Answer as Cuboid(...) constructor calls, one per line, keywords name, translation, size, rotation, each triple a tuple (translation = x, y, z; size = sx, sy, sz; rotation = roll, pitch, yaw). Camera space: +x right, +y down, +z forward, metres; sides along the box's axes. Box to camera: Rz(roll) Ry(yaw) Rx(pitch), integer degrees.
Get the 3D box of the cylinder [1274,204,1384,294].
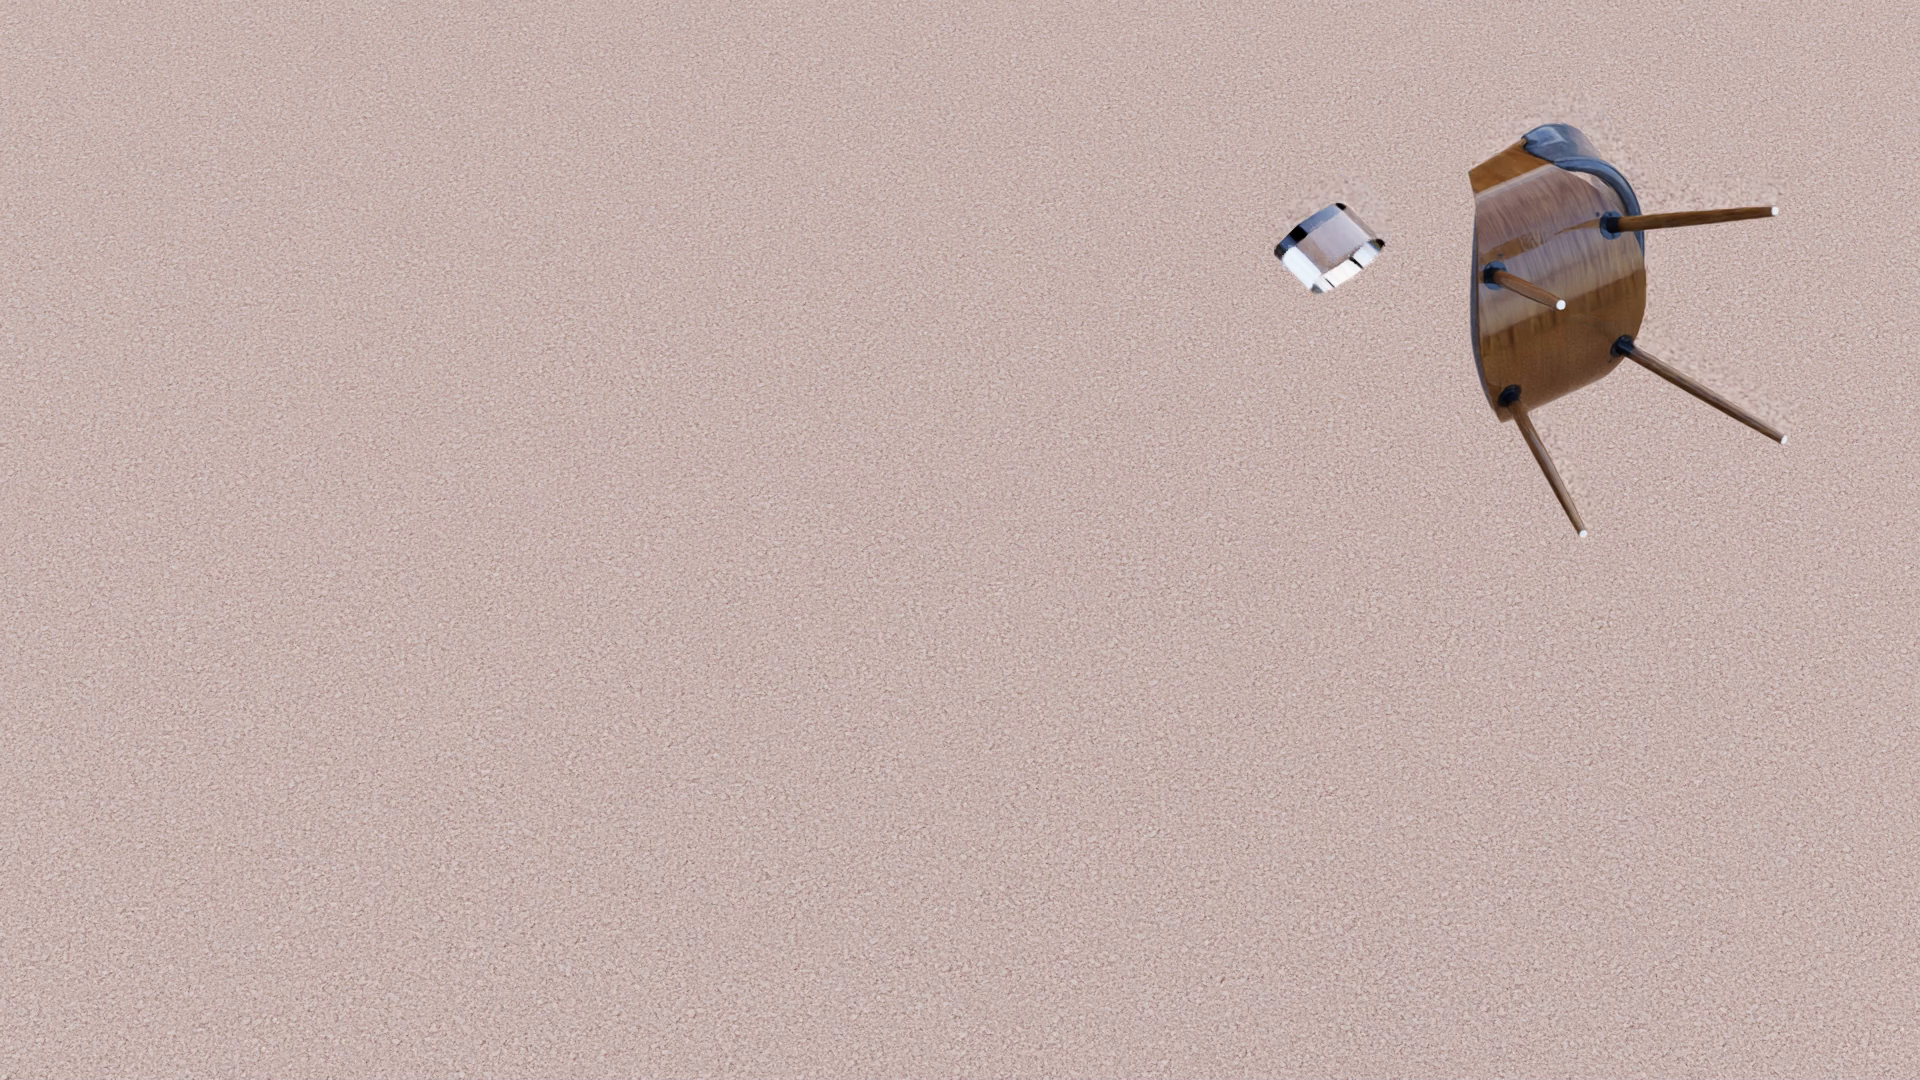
Cuboid(name="cylinder", translation=(0.721, -0.570, 4.295), size=(0.187, 0.103, 0.108), rotation=(-31, 65, -18))
